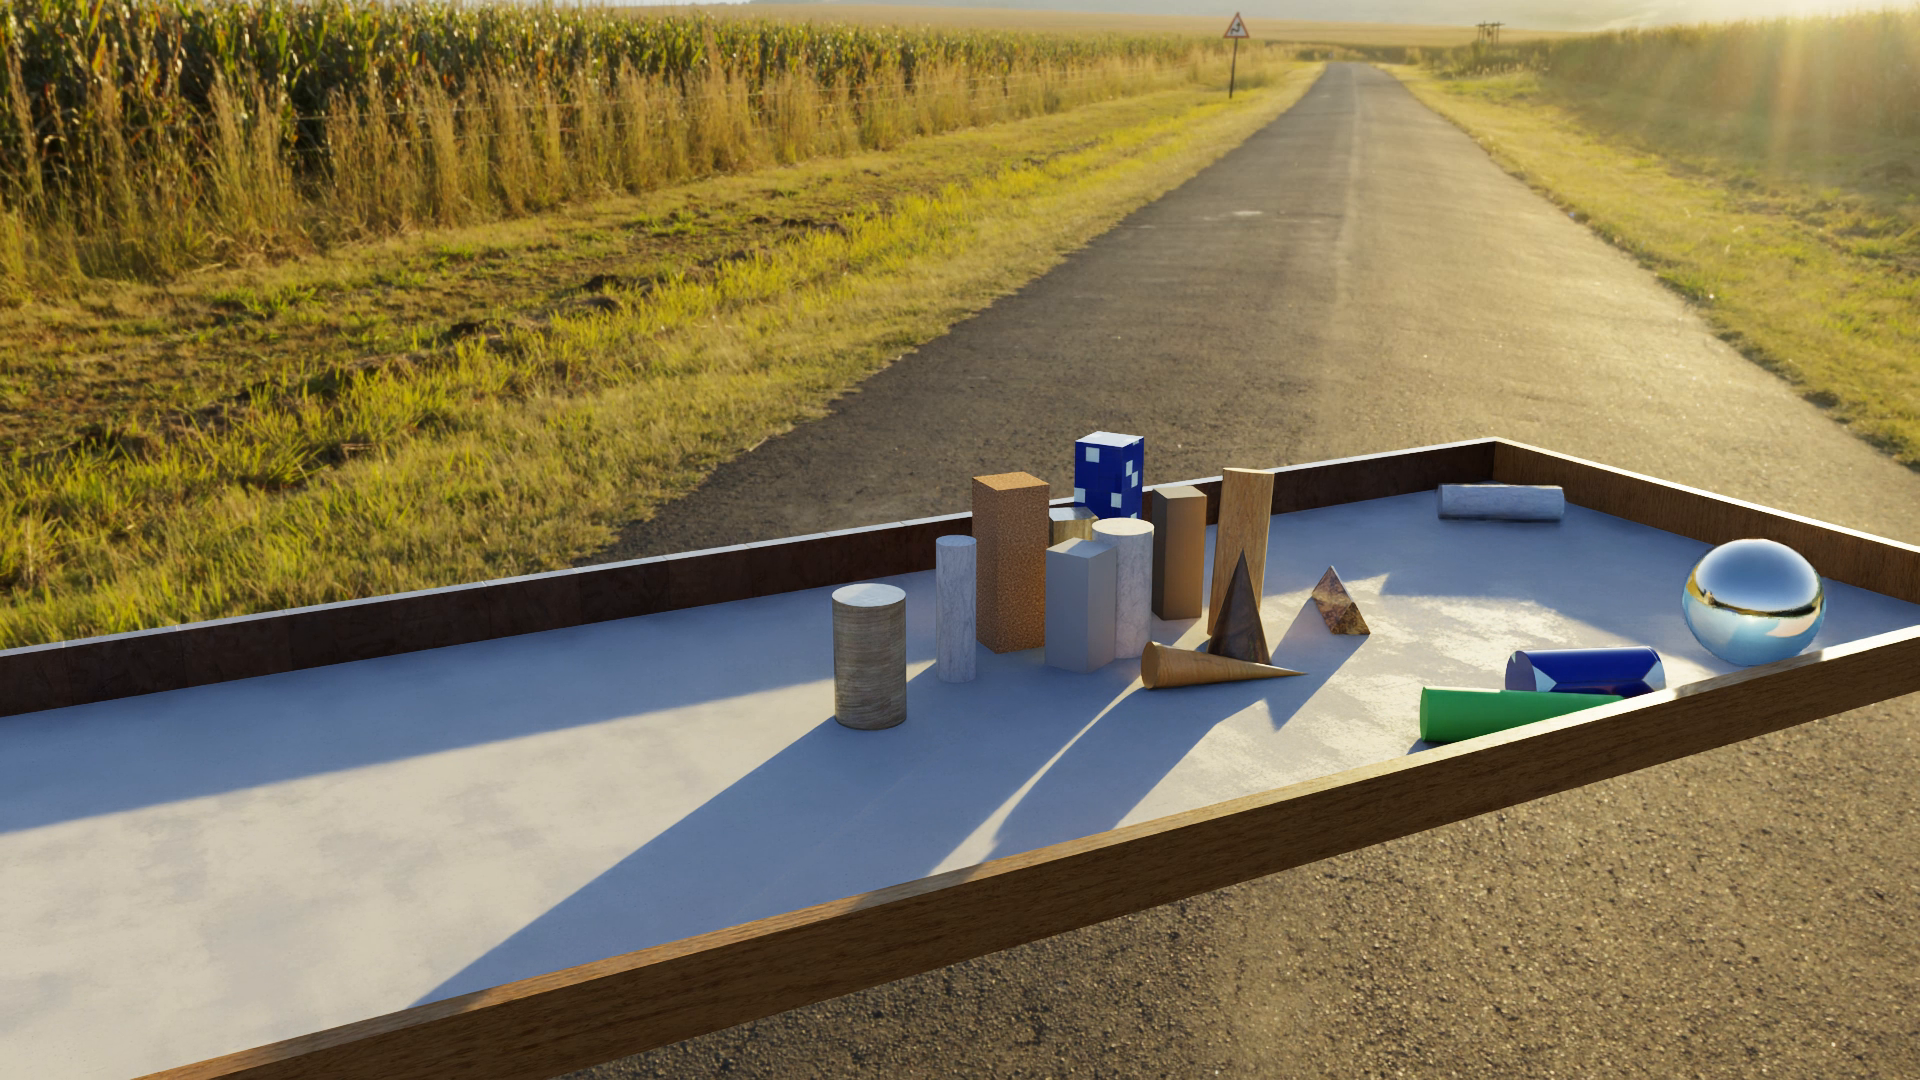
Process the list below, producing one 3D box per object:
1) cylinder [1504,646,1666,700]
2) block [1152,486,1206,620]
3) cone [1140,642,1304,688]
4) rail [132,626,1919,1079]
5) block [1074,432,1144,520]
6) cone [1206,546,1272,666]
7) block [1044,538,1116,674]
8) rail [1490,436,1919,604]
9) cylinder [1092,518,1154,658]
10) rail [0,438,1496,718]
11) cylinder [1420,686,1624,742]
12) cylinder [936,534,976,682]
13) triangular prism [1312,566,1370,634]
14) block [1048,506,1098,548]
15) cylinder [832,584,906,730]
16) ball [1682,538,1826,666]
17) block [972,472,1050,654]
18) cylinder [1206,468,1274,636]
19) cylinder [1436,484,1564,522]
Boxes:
[{"bbox_3d":[1.473,0.341,3.893,0.313,0.171,0.171,-2,16,-6],"label":"cylinder"},{"bbox_3d":[0.606,0.036,4.606,0.115,0.353,0.115,-4,17,-13],"label":"block"},{"bbox_3d":[0.679,0.326,4.142,0.434,0.118,0.118,4,15,-14],"label":"cone"},{"bbox_3d":[-2.336,1.006,1.665,12.000,0.150,0.050,-9,18,-27],"label":"rail"},{"bbox_3d":[0.435,-0.080,4.843,0.150,0.443,0.150,9,19,29],"label":"block"},{"bbox_3d":[0.718,0.168,4.225,0.178,0.315,0.178,0,16,0],"label":"cone"},{"bbox_3d":[0.309,0.168,4.230,0.130,0.310,0.130,12,21,36],"label":"block"},{"bbox_3d":[2.466,-0.048,5.253,0.050,0.150,2.100,-9,18,-27],"label":"rail"},{"bbox_3d":[0.424,0.125,4.330,0.160,0.336,0.160,0,17,0],"label":"cylinder"},{"bbox_3d":[-3.305,0.497,3.399,12.000,0.150,0.050,-9,18,-27],"label":"rail"},{"bbox_3d":[1.276,0.406,3.750,0.432,0.127,0.127,2,17,8],"label":"cylinder"},{"bbox_3d":[-0.009,0.172,4.136,0.101,0.356,0.101,0,16,0],"label":"cylinder"},{"bbox_3d":[1.069,0.164,4.627,0.105,0.091,0.334,1,16,2],"label":"triangular prism"},{"bbox_3d":[0.304,0.071,4.579,0.127,0.300,0.127,-3,17,-11],"label":"block"},{"bbox_3d":[-0.212,0.274,3.881,0.171,0.305,0.171,0,16,0],"label":"cylinder"},{"bbox_3d":[2.032,0.160,4.225,0.330,0.330,0.330,0,16,0],"label":"ball"},{"bbox_3d":[0.132,0.059,4.367,0.151,0.445,0.151,-7,18,-24],"label":"block"},{"bbox_3d":[0.749,0.037,4.406,0.135,0.447,0.135,5,6,-1],"label":"cylinder"},{"bbox_3d":[1.824,-0.126,5.578,0.394,0.115,0.115,2,16,6],"label":"cylinder"}]
